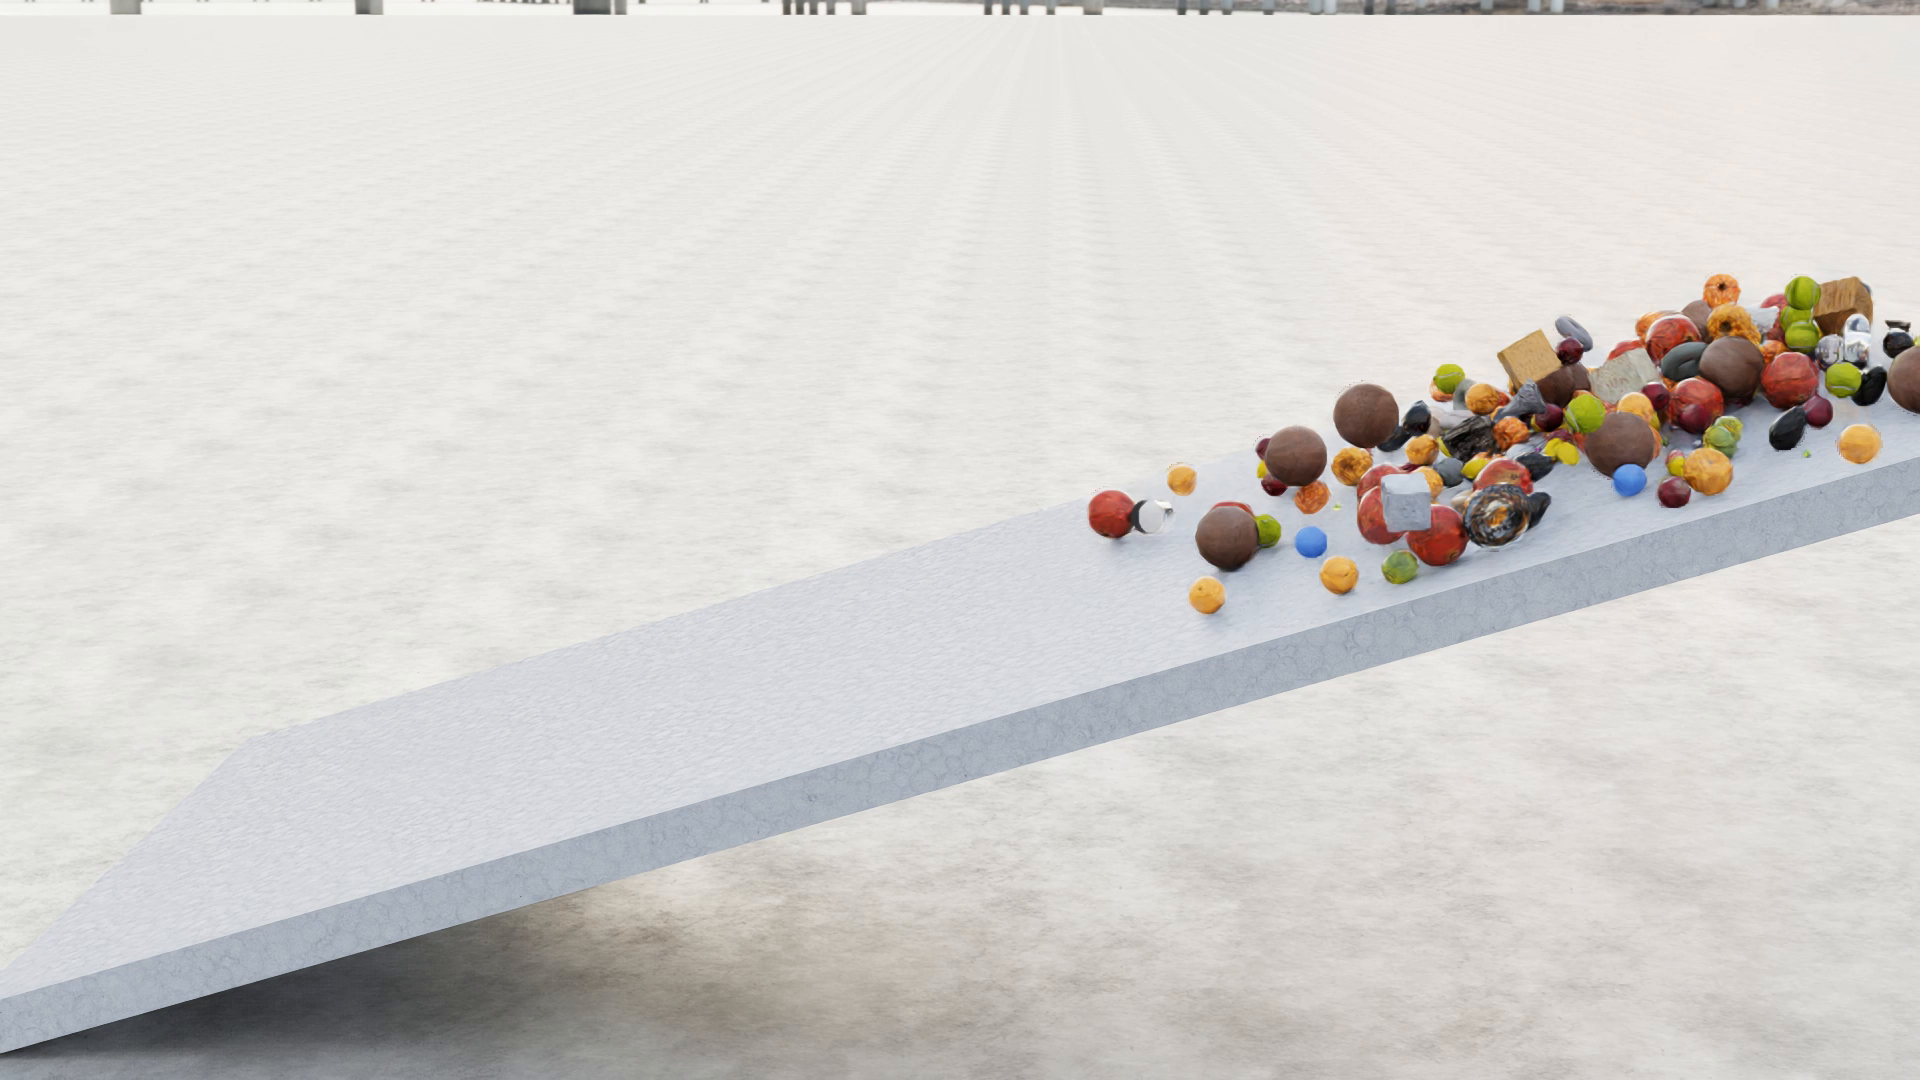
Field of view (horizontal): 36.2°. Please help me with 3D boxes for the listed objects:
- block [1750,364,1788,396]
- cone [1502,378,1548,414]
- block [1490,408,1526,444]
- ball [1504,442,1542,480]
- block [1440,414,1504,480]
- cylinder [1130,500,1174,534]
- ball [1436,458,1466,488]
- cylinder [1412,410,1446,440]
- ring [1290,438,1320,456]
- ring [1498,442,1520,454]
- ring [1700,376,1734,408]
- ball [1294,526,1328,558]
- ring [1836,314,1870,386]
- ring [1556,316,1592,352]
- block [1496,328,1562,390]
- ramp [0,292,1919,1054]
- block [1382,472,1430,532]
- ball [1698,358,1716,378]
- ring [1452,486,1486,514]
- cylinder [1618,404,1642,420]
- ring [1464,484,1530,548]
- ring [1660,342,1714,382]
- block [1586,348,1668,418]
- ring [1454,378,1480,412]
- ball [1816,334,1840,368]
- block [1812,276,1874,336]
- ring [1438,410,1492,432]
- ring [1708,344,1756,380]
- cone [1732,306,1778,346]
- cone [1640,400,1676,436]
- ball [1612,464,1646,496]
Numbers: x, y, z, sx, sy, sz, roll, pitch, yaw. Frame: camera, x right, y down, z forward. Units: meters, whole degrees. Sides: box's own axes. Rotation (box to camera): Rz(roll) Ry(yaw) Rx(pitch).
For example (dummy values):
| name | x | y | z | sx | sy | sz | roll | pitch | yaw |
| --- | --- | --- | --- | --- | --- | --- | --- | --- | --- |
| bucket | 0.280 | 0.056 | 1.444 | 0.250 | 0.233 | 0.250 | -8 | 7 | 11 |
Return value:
| name | x | y | z | sx | sy | sz | roll | pitch | yaw |
| --- | --- | --- | --- | --- | --- | --- | --- | --- | --- |
| block | 1.649 | -0.326 | 6.002 | 0.054 | 0.054 | 0.054 | 11 | 8 | 1 |
| cone | 1.122 | -0.271 | 5.900 | 0.083 | 0.083 | 0.083 | -25 | 11 | 2 |
| block | 1.167 | -0.243 | 6.260 | 0.052 | 0.052 | 0.052 | 11 | 47 | 33 |
| ball | 1.138 | -0.159 | 5.956 | 0.075 | 0.075 | 0.075 | 0 | 11 | 0 |
| block | 1.073 | -0.196 | 6.163 | 0.092 | 0.092 | 0.092 | -30 | 9 | 7 |
| cylinder | 0.425 | -0.051 | 6.481 | 0.077 | 0.077 | 0.077 | 4 | 2 | 22 |
| ball | 1.008 | -0.139 | 6.047 | 0.062 | 0.062 | 0.062 | 0 | 11 | 0 |
| cylinder | 1.067 | -0.261 | 6.658 | 0.068 | 0.068 | 0.068 | 7 | 8 | 31 |
| ring | 0.800 | -0.215 | 6.829 | 0.075 | 0.025 | 0.075 | -17 | 1 | 0 |
| ring | 1.160 | -0.205 | 6.306 | 0.087 | 0.029 | 0.087 | -17 | 11 | 3 |
| ring | 1.573 | -0.308 | 6.111 | 0.026 | 0.077 | 0.077 | 43 | -9 | -25 |
| ball | 0.696 | 0.004 | 5.828 | 0.065 | 0.065 | 0.065 | 0 | 11 | 0 |
| ring | 1.745 | -0.370 | 5.743 | 0.048 | 0.143 | 0.143 | 7 | 12 | 9 |
| ring | 1.375 | -0.462 | 6.586 | 0.103 | 0.034 | 0.103 | 35 | 23 | -17 |
| block | 1.187 | -0.375 | 6.133 | 0.092 | 0.092 | 0.092 | -30 | -3 | 2 |
| ramp | 0.092 | 0.186 | 6.318 | 4.000 | 0.100 | 2.000 | -16 | 10 | 5 |
| block | 0.815 | -0.069 | 5.376 | 0.077 | 0.077 | 0.077 | -5 | 29 | 1 |
| ball | 1.623 | -0.384 | 6.424 | 0.060 | 0.060 | 0.060 | 0 | 11 | 0 |
| ring | 1.025 | -0.080 | 5.827 | 0.106 | 0.035 | 0.106 | -16 | 9 | 3 |
| cylinder | 1.393 | -0.285 | 6.185 | 0.054 | 0.054 | 0.054 | 20 | 1 | -26 |
| ring | 0.985 | -0.043 | 5.388 | 0.131 | 0.131 | 0.044 | -3 | 26 | -16 |
| ring | 1.514 | -0.372 | 6.122 | 0.114 | 0.038 | 0.114 | -10 | -31 | -6 |
| block | 1.359 | -0.321 | 5.994 | 0.099 | 0.099 | 0.099 | -32 | -10 | 33 |
| ring | 1.096 | -0.300 | 6.361 | 0.032 | 0.097 | 0.097 | -3 | 11 | -14 |
| ball | 1.756 | -0.380 | 5.918 | 0.067 | 0.067 | 0.067 | 0 | 11 | 0 |
| block | 1.833 | -0.478 | 6.105 | 0.090 | 0.090 | 0.090 | -11 | 47 | 36 |
| ring | 1.076 | -0.251 | 6.268 | 0.112 | 0.037 | 0.112 | -3 | 15 | 1 |
| ring | 1.662 | -0.381 | 6.335 | 0.115 | 0.038 | 0.115 | -37 | -1 | -1 |
| cone | 1.703 | -0.480 | 6.344 | 0.090 | 0.090 | 0.090 | 33 | 16 | 6 |
| cone | 1.414 | -0.245 | 5.963 | 0.068 | 0.068 | 0.068 | 2 | -4 | 0 |
| ball | 1.260 | -0.113 | 5.535 | 0.062 | 0.062 | 0.062 | 0 | 11 | 0 |
